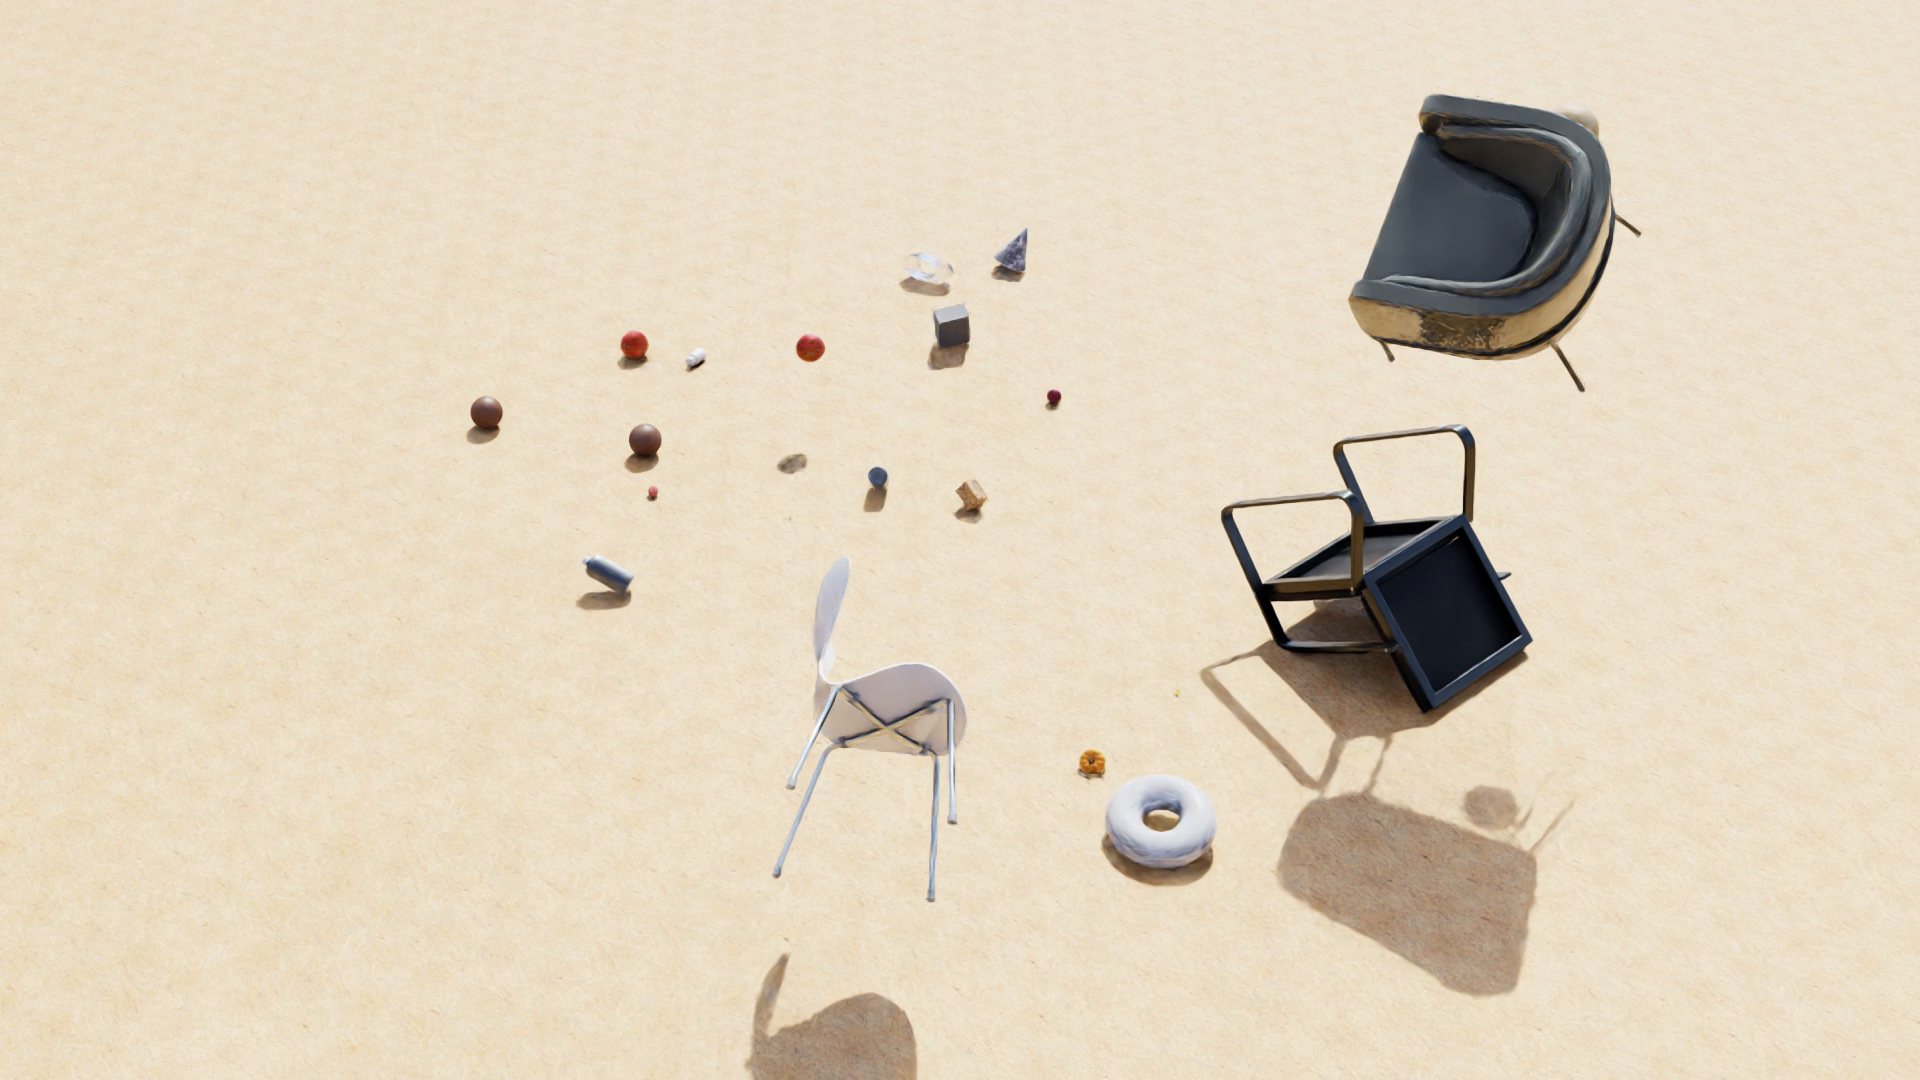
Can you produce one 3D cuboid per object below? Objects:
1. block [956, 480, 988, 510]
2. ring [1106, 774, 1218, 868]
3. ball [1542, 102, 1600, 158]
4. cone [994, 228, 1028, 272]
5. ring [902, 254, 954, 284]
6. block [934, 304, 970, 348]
[{"bbox_3d":[0.045,-0.172,11.100,0.064,0.063,0.092,-6,55,-51],"label":"block"},{"bbox_3d":[0.648,0.904,9.445,0.353,0.106,0.387,-24,44,-18],"label":"ring"},{"bbox_3d":[2.070,-1.388,9.935,0.188,0.188,0.188,0,33,0],"label":"ball"},{"bbox_3d":[0.254,-1.277,12.688,0.157,0.185,0.133,15,23,-31],"label":"cone"},{"bbox_3d":[-0.136,-1.168,12.608,0.240,0.123,0.085,16,19,19],"label":"ring"},{"bbox_3d":[-0.033,-0.886,12.121,0.131,0.154,0.078,-14,53,-10],"label":"block"}]
